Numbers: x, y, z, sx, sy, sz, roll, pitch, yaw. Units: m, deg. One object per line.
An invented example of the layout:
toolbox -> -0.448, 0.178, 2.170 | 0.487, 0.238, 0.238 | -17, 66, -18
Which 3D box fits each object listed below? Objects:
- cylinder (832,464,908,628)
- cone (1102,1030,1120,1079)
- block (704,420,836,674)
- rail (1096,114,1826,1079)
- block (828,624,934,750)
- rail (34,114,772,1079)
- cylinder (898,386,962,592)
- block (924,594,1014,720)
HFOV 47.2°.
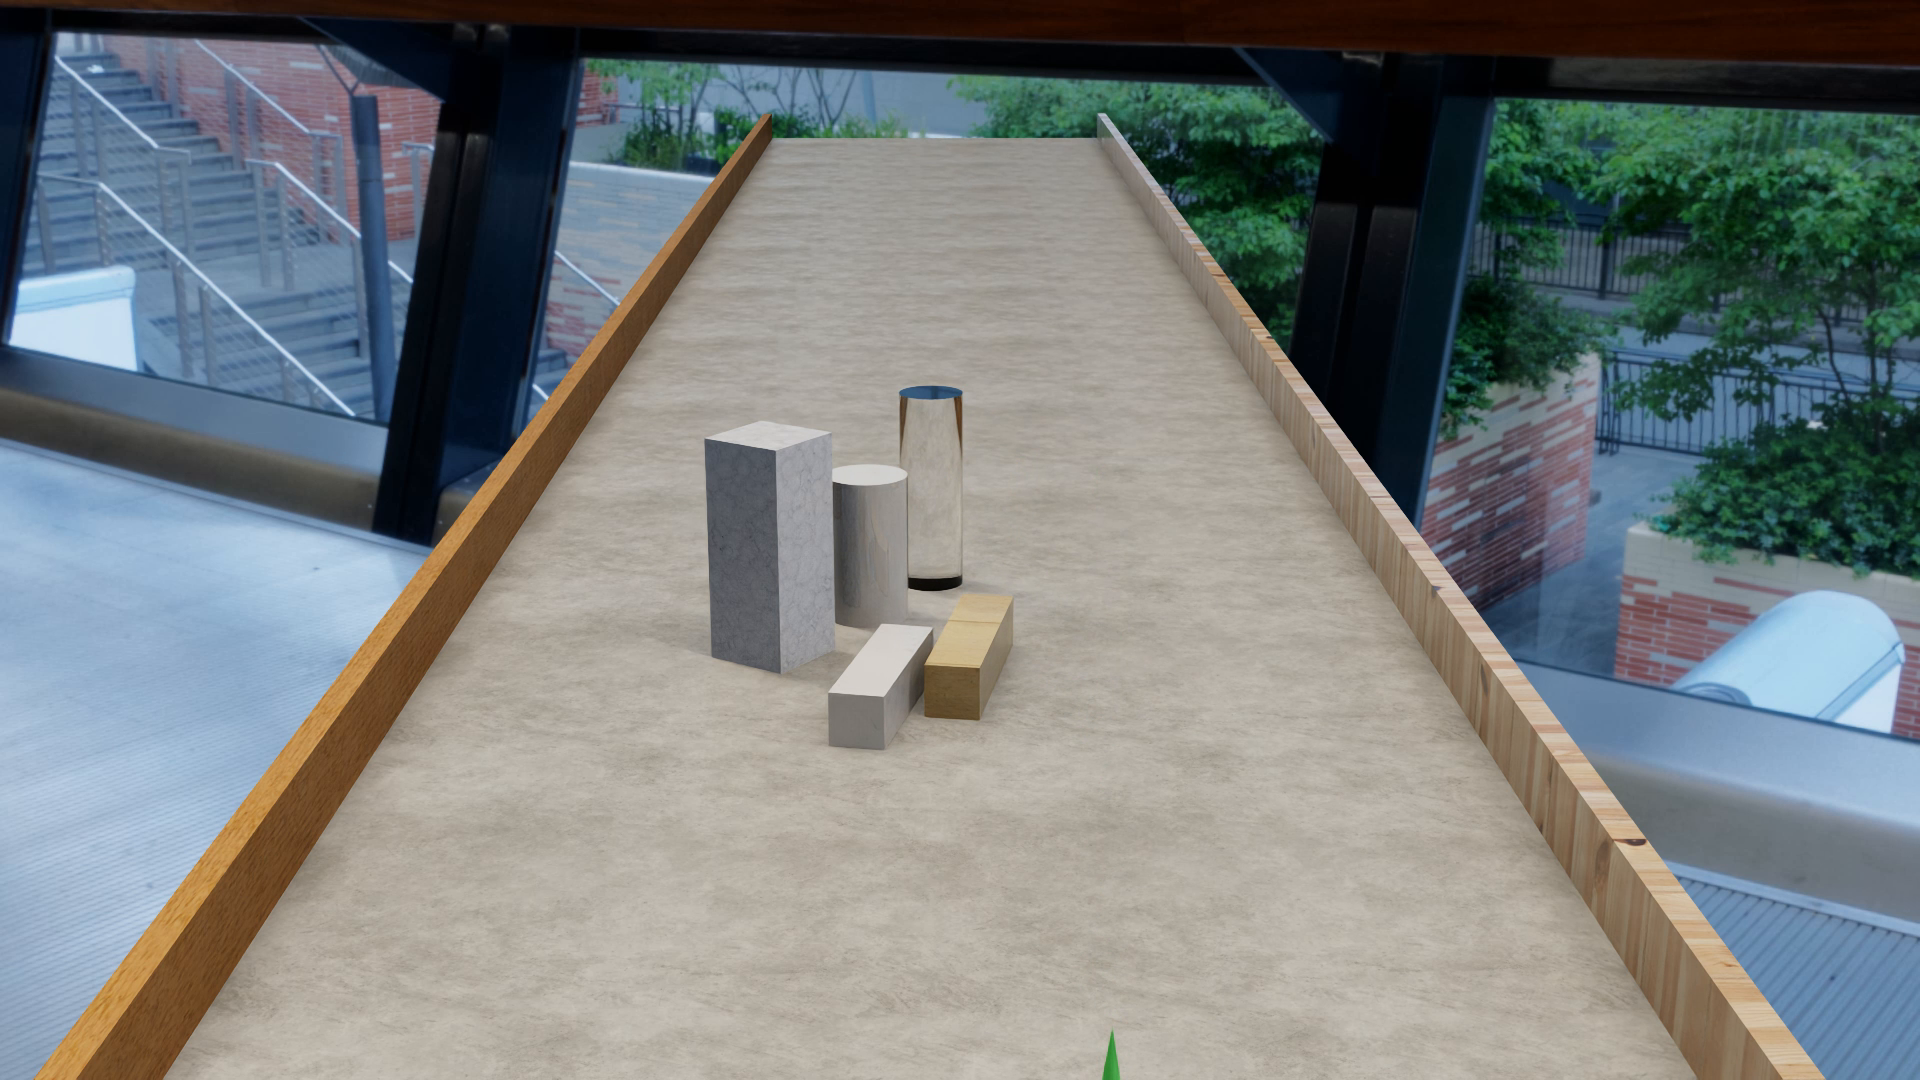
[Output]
cylinder -> -0.196, 0.012, 4.645 | 0.172, 0.310, 0.172 | 0, 17, 0
cone -> 0.153, 0.676, 2.261 | 0.124, 0.394, 0.124 | 0, 17, 0
block -> -0.377, 0.012, 4.390 | 0.178, 0.455, 0.178 | 11, 20, 32
rail -> 0.932, -0.844, 7.801 | 0.050, 0.150, 12.000 | 0, 17, -1
block -> -0.145, 0.271, 4.133 | 0.104, 0.104, 0.392 | 4, 17, 12
rail -> -1.118, -0.838, 7.780 | 0.050, 0.150, 12.000 | 0, 17, -1
cylinder -> -0.063, -0.114, 4.852 | 0.139, 0.432, 0.139 | 0, 17, 0
block -> 0.021, 0.223, 4.295 | 0.104, 0.104, 0.435 | 3, 17, 9
